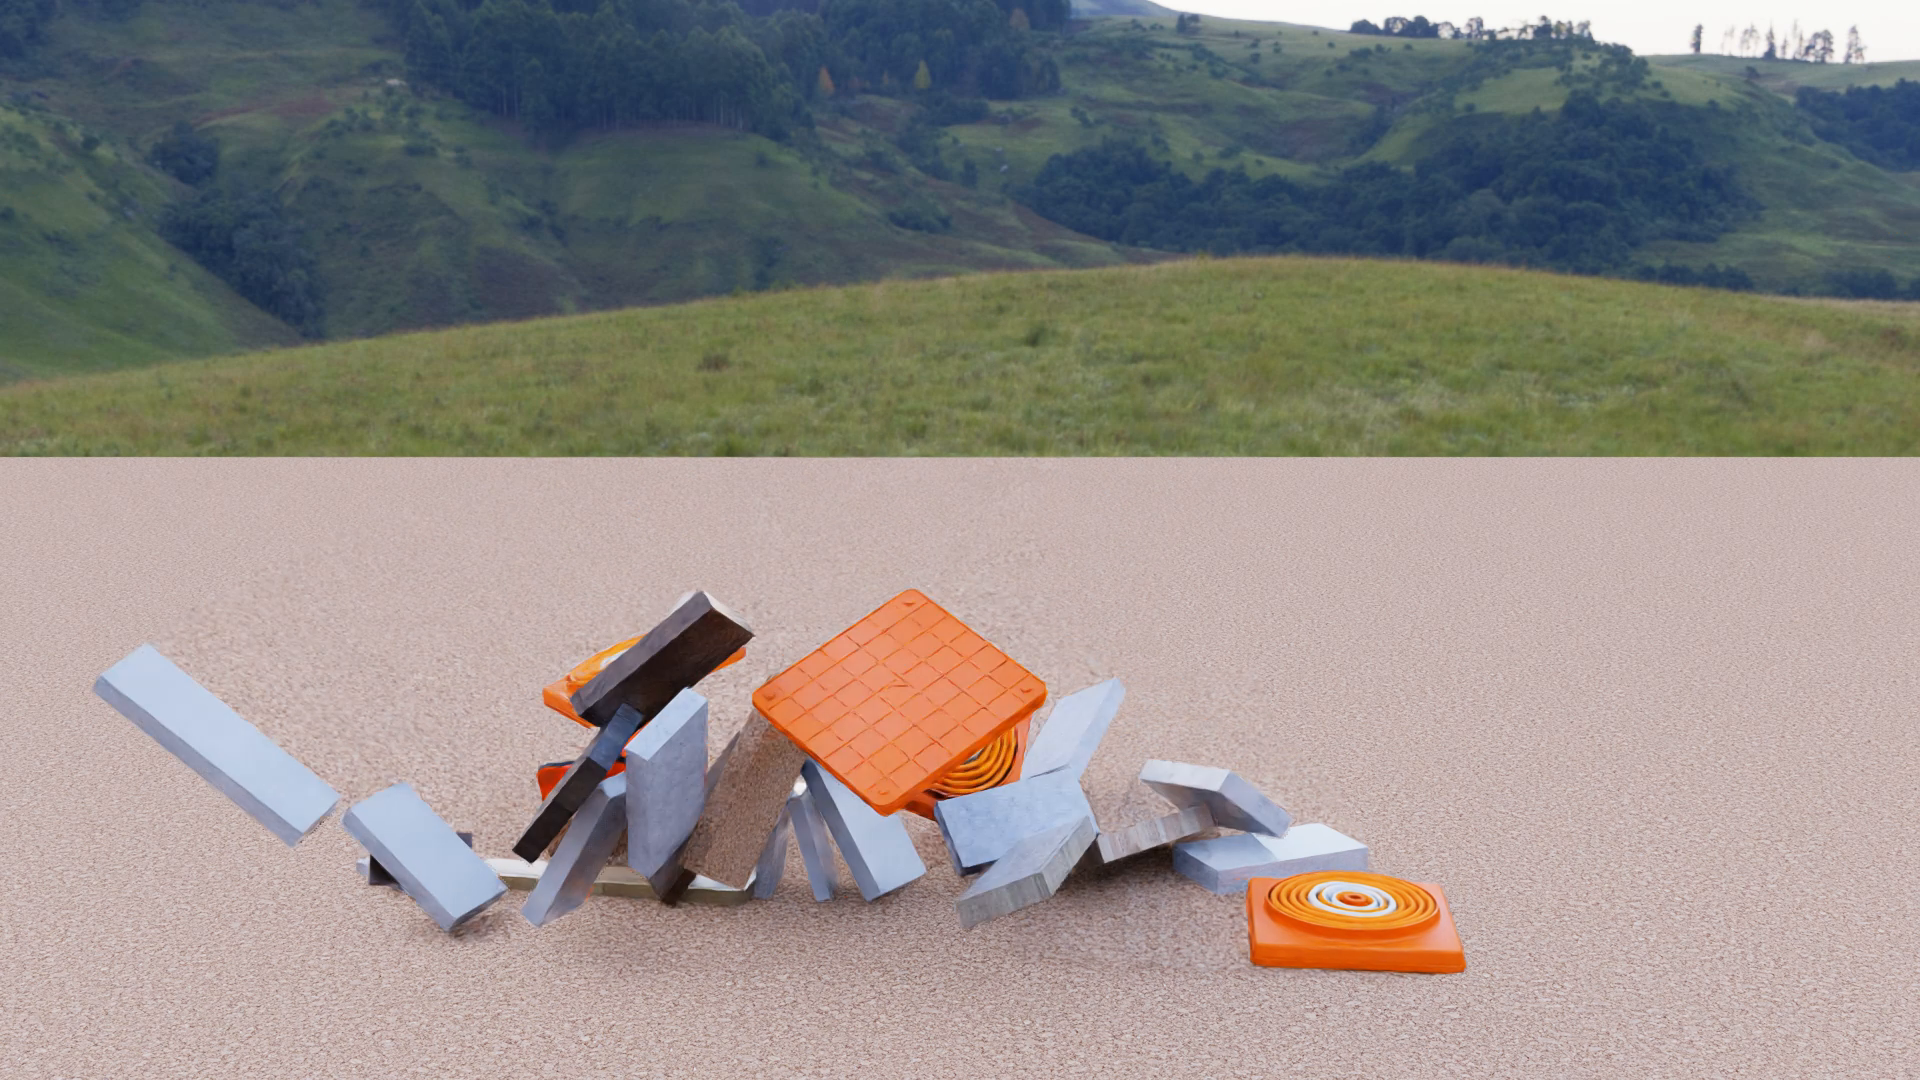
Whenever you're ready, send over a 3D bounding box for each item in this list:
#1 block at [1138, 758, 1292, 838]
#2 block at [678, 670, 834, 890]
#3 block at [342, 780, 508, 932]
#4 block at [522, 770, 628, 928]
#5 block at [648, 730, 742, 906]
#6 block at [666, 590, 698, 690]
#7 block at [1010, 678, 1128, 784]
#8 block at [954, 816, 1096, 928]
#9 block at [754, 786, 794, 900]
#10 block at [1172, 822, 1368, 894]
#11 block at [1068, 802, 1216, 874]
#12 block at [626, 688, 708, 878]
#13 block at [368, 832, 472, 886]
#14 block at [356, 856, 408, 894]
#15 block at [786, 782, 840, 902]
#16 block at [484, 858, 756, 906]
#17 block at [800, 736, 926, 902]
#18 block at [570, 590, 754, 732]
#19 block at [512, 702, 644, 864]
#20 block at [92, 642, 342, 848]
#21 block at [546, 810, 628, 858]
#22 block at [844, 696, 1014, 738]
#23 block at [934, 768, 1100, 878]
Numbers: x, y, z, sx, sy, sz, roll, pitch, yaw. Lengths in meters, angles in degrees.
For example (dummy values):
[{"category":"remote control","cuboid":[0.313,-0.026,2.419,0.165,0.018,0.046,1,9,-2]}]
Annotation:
[{"category":"block","cuboid":[0.447,0.454,3.879,0.149,0.042,0.299,37,-15,-17]},{"category":"block","cuboid":[-0.321,0.382,3.479,0.041,0.333,0.144,21,-9,30]},{"category":"block","cuboid":[-0.857,0.505,3.523,0.252,0.036,0.126,43,31,12]},{"category":"block","cuboid":[-0.576,0.473,3.394,0.036,0.252,0.126,35,18,14]},{"category":"block","cuboid":[-0.415,0.455,3.601,0.028,0.289,0.100,29,12,-41]},{"category":"block","cuboid":[-0.454,0.178,3.589,0.028,0.100,0.200,-20,22,29]},{"category":"block","cuboid":[0.210,0.382,4.236,0.144,0.041,0.287,-25,18,36]},{"category":"block","cuboid":[0.109,0.499,3.354,0.132,0.037,0.591,-22,-3,9]},{"category":"block","cuboid":[-0.309,0.495,3.653,0.026,0.180,0.090,11,21,8]},{"category":"block","cuboid":[0.534,0.547,3.785,0.299,0.042,0.149,-5,12,-24]},{"category":"block","cuboid":[0.285,0.516,3.755,0.299,0.042,0.149,-9,-12,-45]},{"category":"block","cuboid":[-0.440,0.367,3.304,0.041,0.287,0.144,27,49,19]},{"category":"block","cuboid":[-0.878,0.520,3.582,0.162,0.081,0.023,2,-22,-17]},{"category":"block","cuboid":[-0.947,0.565,3.742,0.162,0.023,0.081,9,14,41]},{"category":"block","cuboid":[-0.244,0.500,3.658,0.025,0.180,0.090,-15,8,9]},{"category":"block","cuboid":[-0.583,0.573,3.696,0.479,0.023,0.081,2,11,11]},{"category":"block","cuboid":[-0.164,0.467,3.686,0.037,0.258,0.129,-35,-11,34]},{"category":"block","cuboid":[-0.452,0.193,3.347,0.037,0.264,0.132,55,7,32]},{"category":"block","cuboid":[-0.576,0.367,3.310,0.037,0.264,0.132,36,37,-8]},{"category":"block","cuboid":[-1.178,0.324,3.493,0.398,0.036,0.126,39,25,-2]},{"category":"block","cuboid":[-0.573,0.467,3.568,0.200,0.100,0.028,-16,35,4]},{"category":"block","cuboid":[-0.053,0.294,3.678,0.258,0.037,0.129,2,5,35]},{"category":"block","cuboid":[0.098,0.487,3.796,0.258,0.129,0.037,-12,-30,-21]}]
